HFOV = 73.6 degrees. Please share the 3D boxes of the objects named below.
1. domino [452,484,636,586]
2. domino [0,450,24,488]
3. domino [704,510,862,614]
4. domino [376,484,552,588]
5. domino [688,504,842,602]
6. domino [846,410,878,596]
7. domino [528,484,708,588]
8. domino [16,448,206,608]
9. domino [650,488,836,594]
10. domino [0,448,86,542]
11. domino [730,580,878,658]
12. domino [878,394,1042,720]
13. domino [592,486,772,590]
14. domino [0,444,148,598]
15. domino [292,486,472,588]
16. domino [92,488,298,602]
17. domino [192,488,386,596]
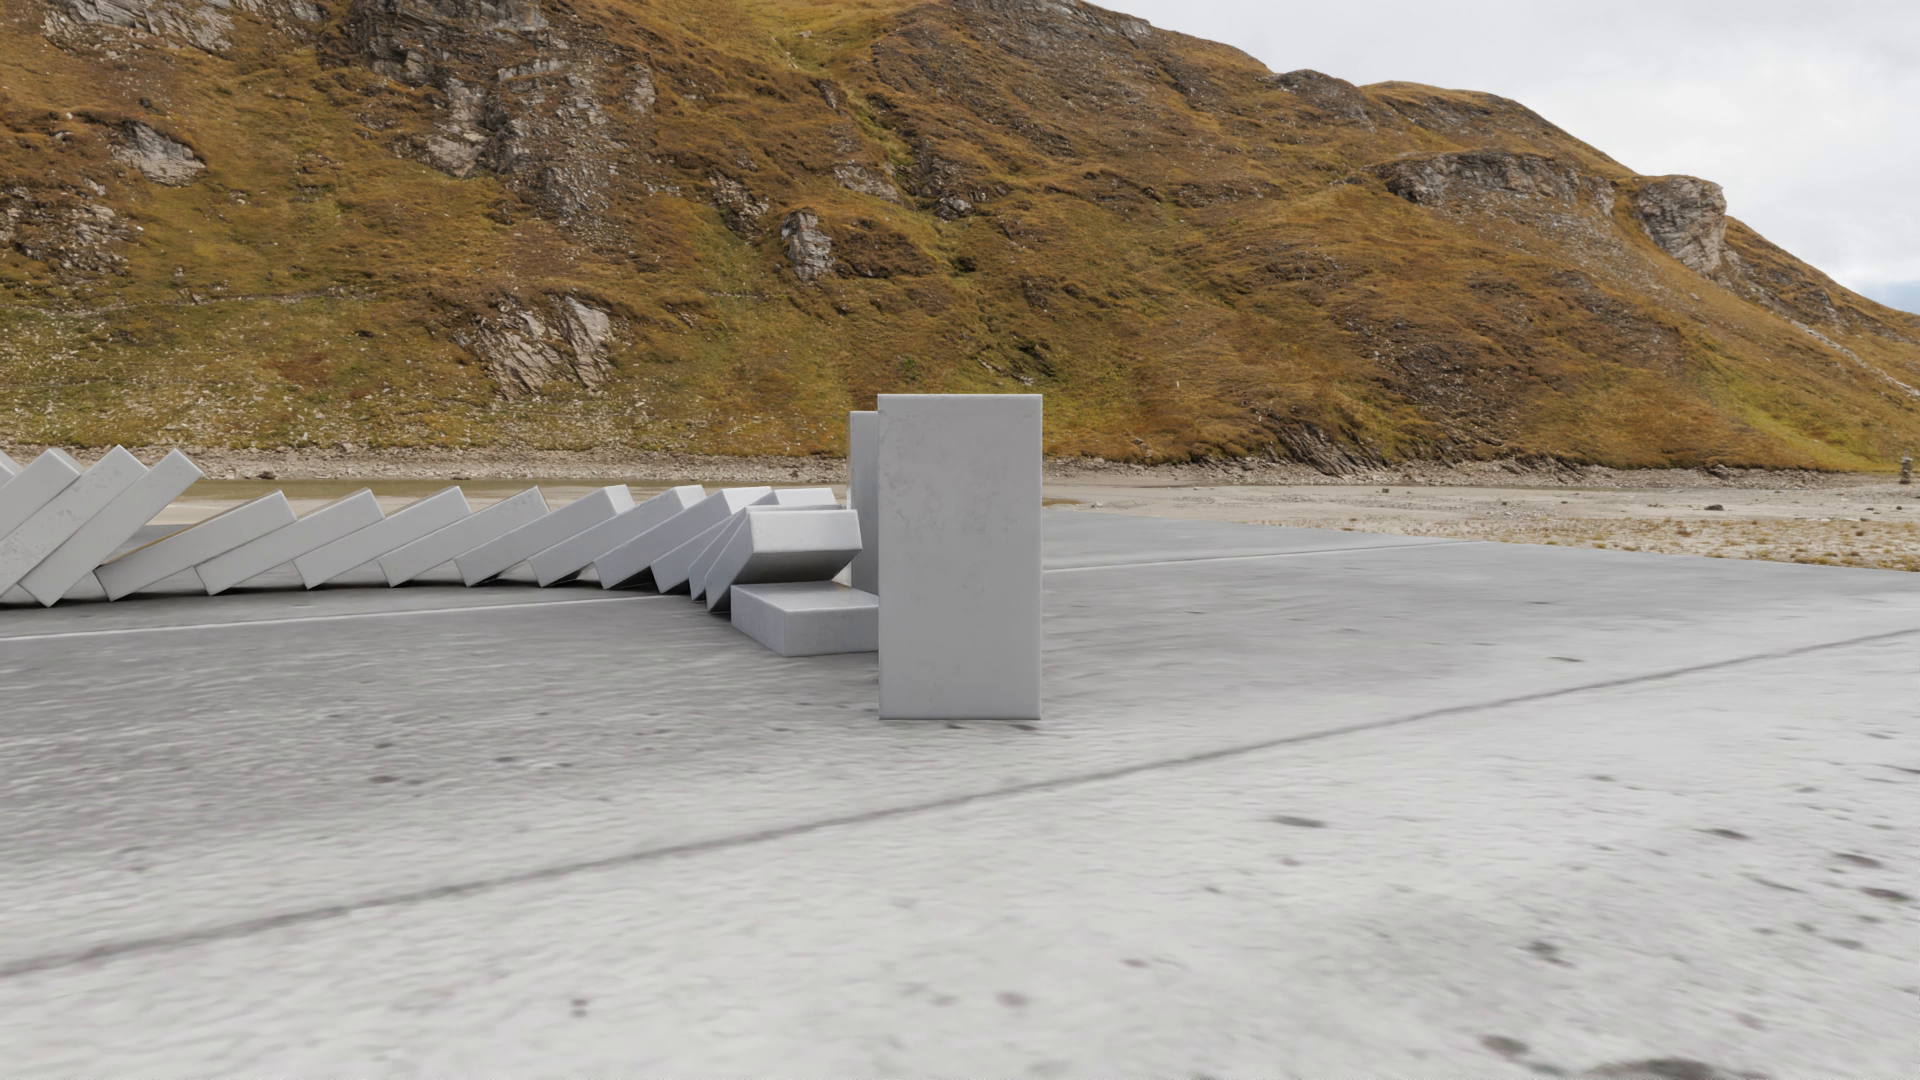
[{"bbox_3d":[-0.126,-0.002,0.392,0.050,0.009,0.025,-25,4,1],"label":"domino"},{"bbox_3d":[-0.265,-0.003,0.328,0.050,0.010,0.025,-48,24,-18],"label":"domino"},{"bbox_3d":[-0.043,0.006,0.307,0.025,0.009,0.050,-2,-17,-24],"label":"domino"},{"bbox_3d":[-0.152,-0.002,0.396,0.050,0.010,0.025,-27,11,-14],"label":"domino"},{"bbox_3d":[-0.051,0.004,0.333,0.025,0.010,0.050,-2,-17,-29],"label":"domino"},{"bbox_3d":[-0.022,-0.006,0.309,0.010,0.050,0.025,-1,4,-7],"label":"domino"},{"bbox_3d":[-0.102,-0.002,0.388,0.050,0.010,0.025,-25,1,7],"label":"domino"},{"bbox_3d":[-0.230,-0.004,0.349,0.050,0.010,0.025,-48,24,-18],"label":"domino"},{"bbox_3d":[-0.060,0.000,0.361,0.050,0.009,0.025,-27,-10,29],"label":"domino"},{"bbox_3d":[-0.252,-0.003,0.334,0.050,0.010,0.025,-48,24,-17],"label":"domino"},{"bbox_3d":[-0.033,0.017,0.283,0.025,0.010,0.050,-2,5,-22],"label":"domino"},{"bbox_3d":[0.000,0.002,0.201,0.025,0.050,0.010,0,4,0],"label":"domino"},{"bbox_3d":[-0.080,-0.001,0.375,0.050,0.010,0.025,-26,-6,23],"label":"domino"},{"bbox_3d":[-0.240,-0.004,0.341,0.050,0.010,0.025,-50,25,-21],"label":"domino"},{"bbox_3d":[-0.176,-0.002,0.390,0.050,0.010,0.025,-29,15,-23],"label":"domino"},{"bbox_3d":[-0.217,0.001,0.366,0.050,0.010,0.025,-29,17,-24],"label":"domino"},{"bbox_3d":[-0.197,0.000,0.378,0.050,0.010,0.025,-29,16,-23],"label":"domino"}]
